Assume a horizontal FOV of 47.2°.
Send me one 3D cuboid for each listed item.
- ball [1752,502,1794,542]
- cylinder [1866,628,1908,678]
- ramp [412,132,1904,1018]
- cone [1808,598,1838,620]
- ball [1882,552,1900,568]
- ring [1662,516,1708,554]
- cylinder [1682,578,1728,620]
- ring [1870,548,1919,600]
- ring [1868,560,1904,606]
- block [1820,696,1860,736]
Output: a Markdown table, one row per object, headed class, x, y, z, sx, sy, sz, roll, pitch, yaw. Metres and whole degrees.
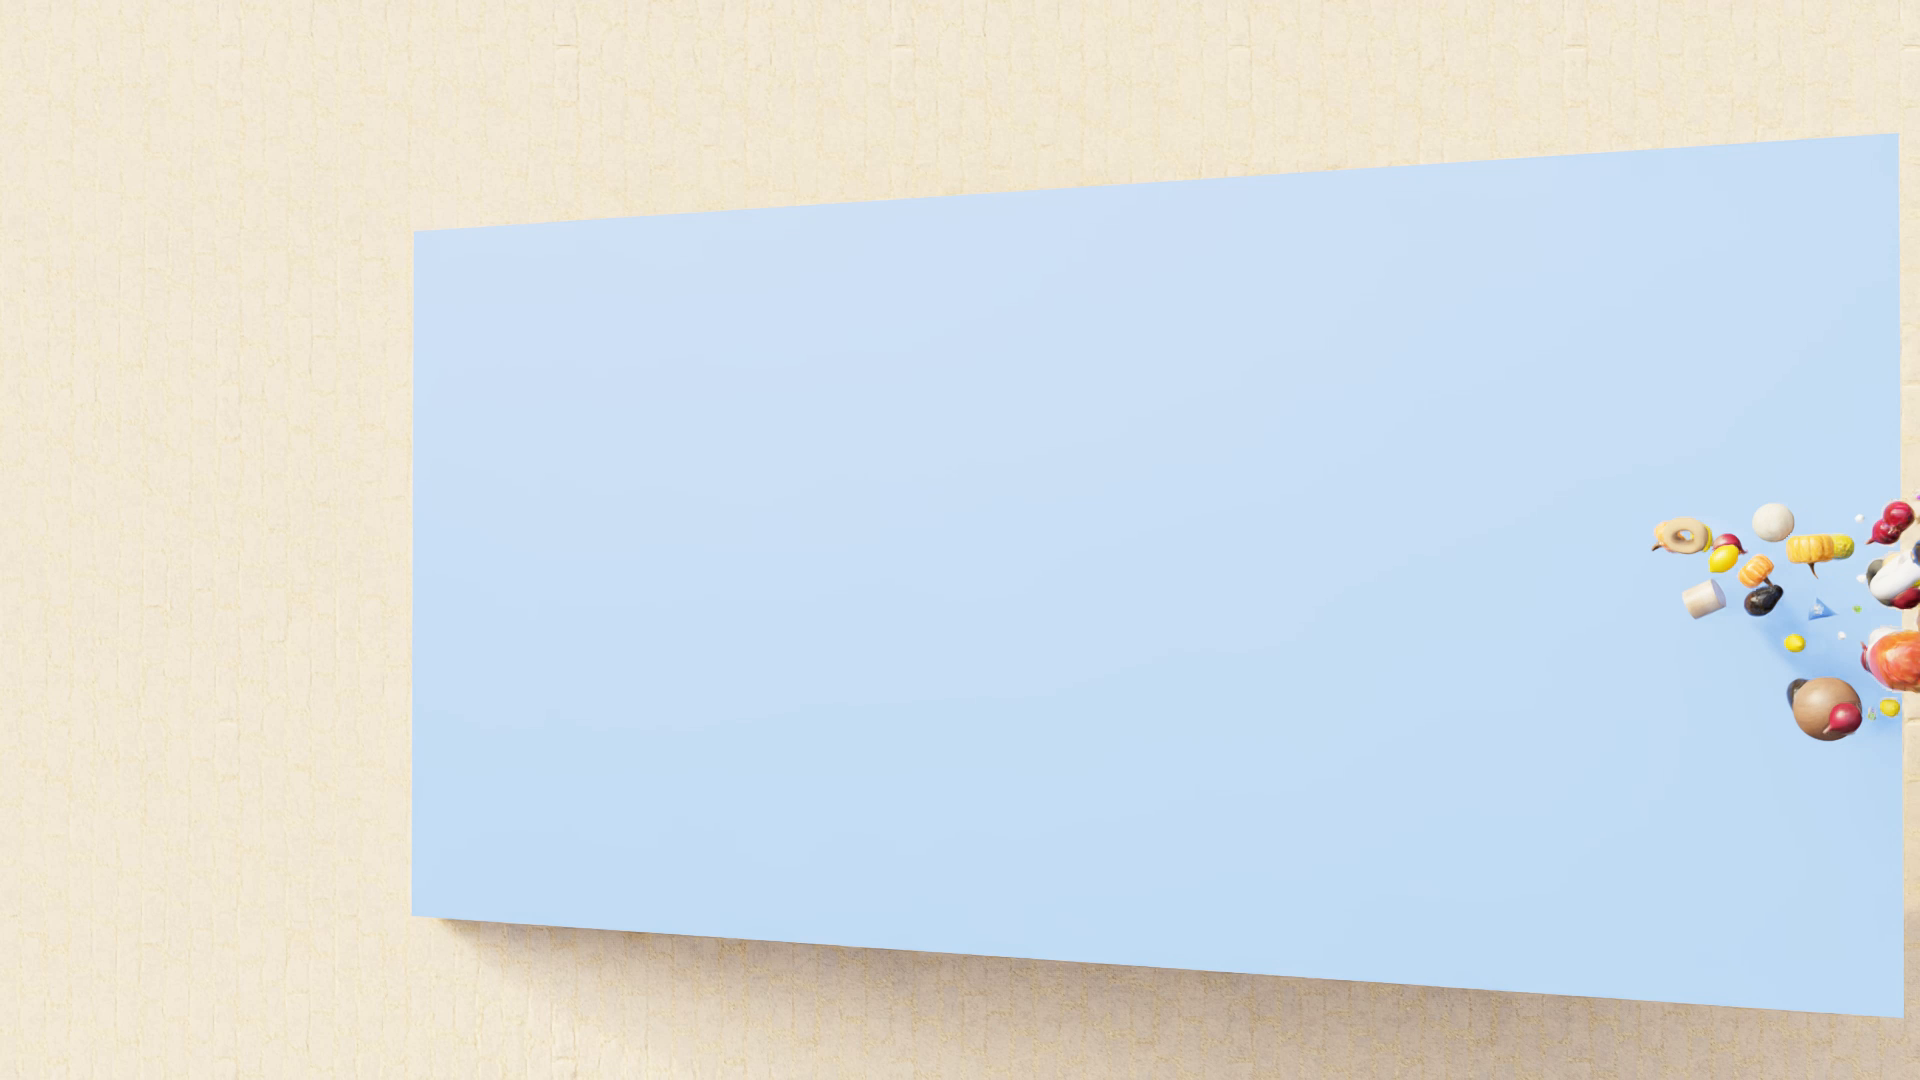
| class | x | y | z | sx | sy | sz | roll | pitch | yaw |
| --- | --- | --- | --- | --- | --- | --- | --- | --- | --- |
| ball | 1.642 | -0.035 | 4.438 | 0.081 | 0.081 | 0.081 | 0 | 89 | 0 |
| cylinder | 1.993 | 0.244 | 4.727 | 0.077 | 0.077 | 0.077 | 24 | 53 | 0 |
| ramp | 0.282 | 0.087 | 5.743 | 4.000 | 0.100 | 2.000 | 0 | 89 | 21 |
| cone | 1.868 | 0.155 | 4.746 | 0.054 | 0.054 | 0.054 | 15 | 89 | 11 |
| ball | 1.836 | 0.053 | 4.305 | 0.056 | 0.056 | 0.056 | 0 | 89 | 0 |
| ring | 1.616 | -0.010 | 4.896 | 0.098 | 0.098 | 0.033 | 32 | 45 | 0 |
| cylinder | 1.610 | 0.128 | 4.755 | 0.068 | 0.068 | 0.068 | -30 | 89 | 31 |
| ring | 1.793 | 0.065 | 4.192 | 0.128 | 0.128 | 0.043 | -42 | 87 | 0 |
| ring | 2.015 | 0.094 | 4.790 | 0.036 | 0.108 | 0.108 | -19 | 89 | -3 |
| block | 1.929 | 0.386 | 4.818 | 0.060 | 0.060 | 0.060 | 1 | 128 | 5 |
